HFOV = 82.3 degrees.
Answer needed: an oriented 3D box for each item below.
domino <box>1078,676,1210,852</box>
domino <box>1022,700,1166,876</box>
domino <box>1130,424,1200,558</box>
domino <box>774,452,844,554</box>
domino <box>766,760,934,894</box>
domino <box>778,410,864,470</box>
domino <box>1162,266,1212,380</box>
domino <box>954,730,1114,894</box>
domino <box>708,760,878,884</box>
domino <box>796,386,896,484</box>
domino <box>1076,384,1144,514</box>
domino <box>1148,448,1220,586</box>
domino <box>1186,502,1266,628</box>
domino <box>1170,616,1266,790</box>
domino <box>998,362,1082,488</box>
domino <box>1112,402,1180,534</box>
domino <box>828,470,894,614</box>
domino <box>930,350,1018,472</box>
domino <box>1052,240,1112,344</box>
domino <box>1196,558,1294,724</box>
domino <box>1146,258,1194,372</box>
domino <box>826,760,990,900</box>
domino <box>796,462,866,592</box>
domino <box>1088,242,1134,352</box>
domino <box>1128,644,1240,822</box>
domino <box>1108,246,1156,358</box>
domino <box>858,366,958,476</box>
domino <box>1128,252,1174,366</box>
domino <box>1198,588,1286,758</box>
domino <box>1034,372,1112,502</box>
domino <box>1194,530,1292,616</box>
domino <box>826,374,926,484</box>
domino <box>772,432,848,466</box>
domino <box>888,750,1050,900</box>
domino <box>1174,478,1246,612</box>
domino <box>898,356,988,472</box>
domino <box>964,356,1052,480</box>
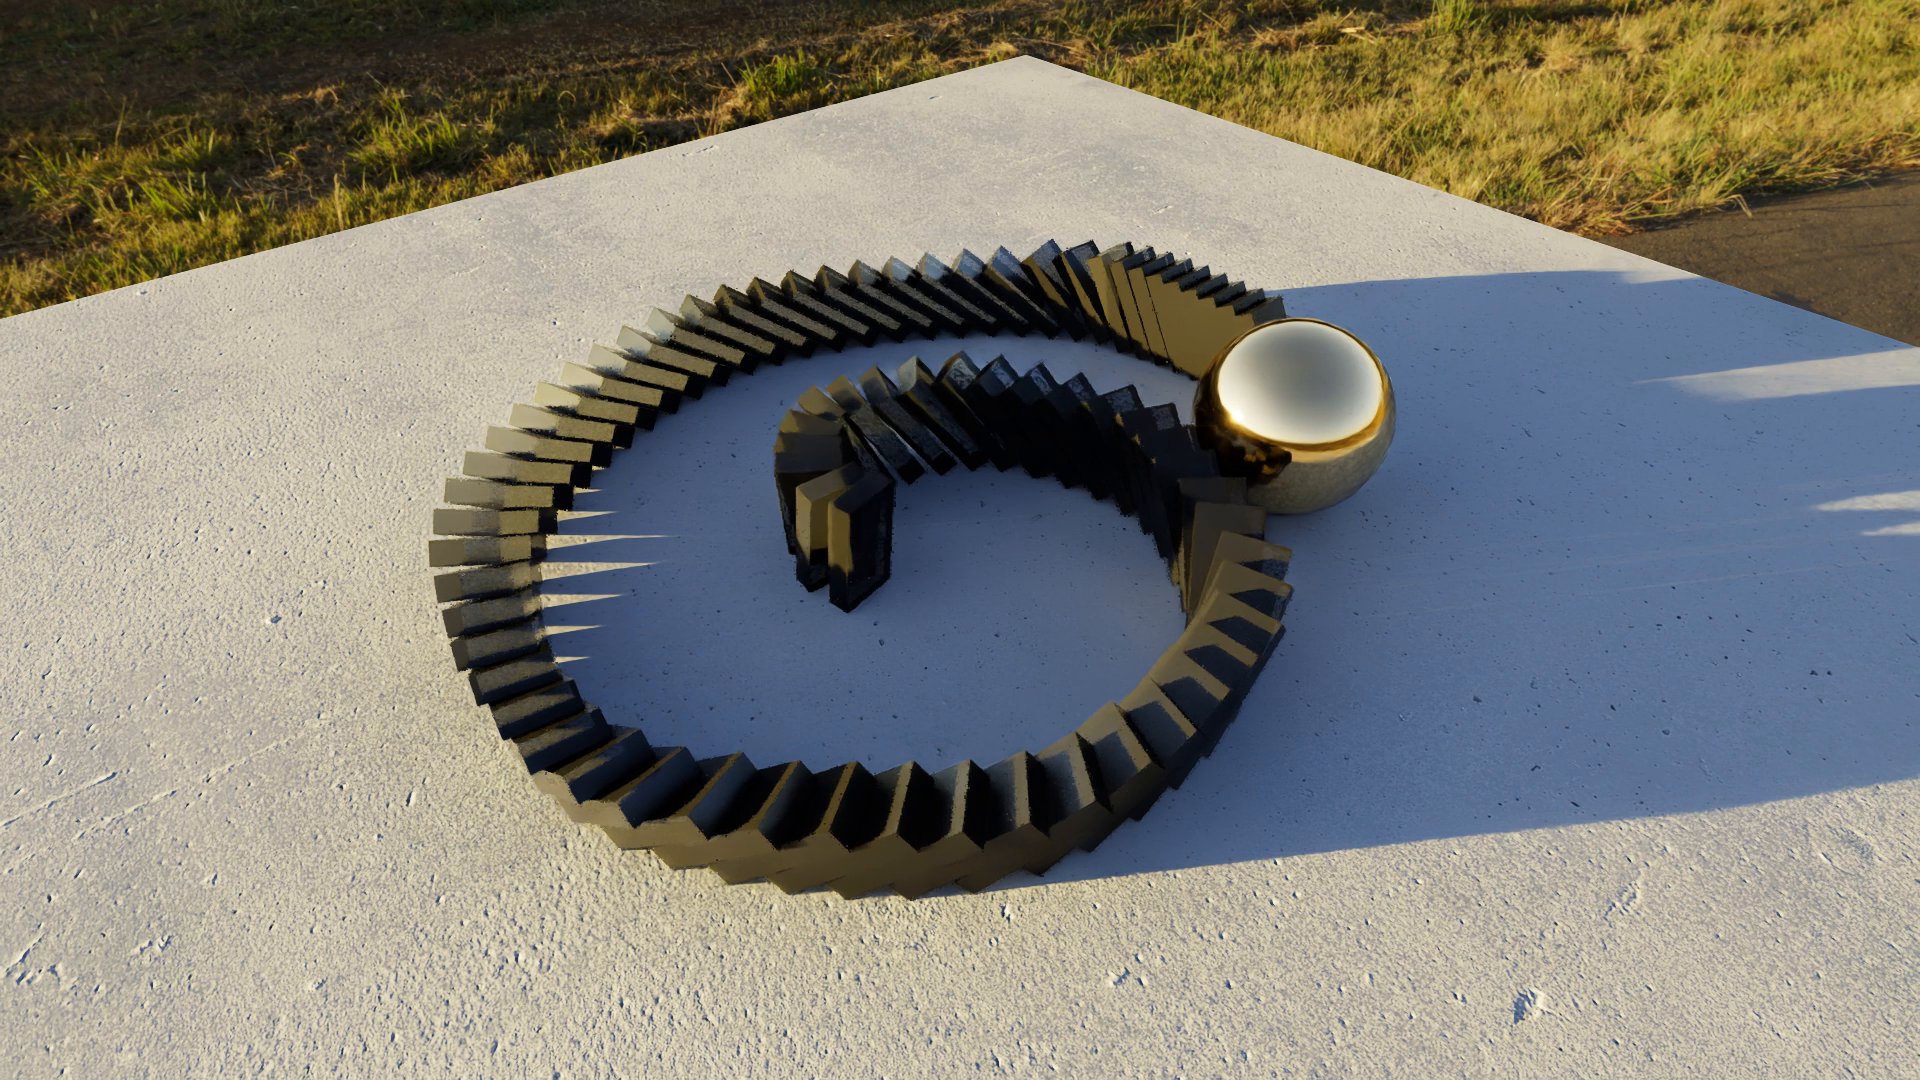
[{"bbox_3d":[0.049,0.069,0.337,0.050,0.009,0.025,-45,47,5],"label":"domino"},{"bbox_3d":[0.035,0.074,0.330,0.050,0.010,0.025,-42,43,10],"label":"domino"},{"bbox_3d":[0.088,-0.020,0.444,0.025,0.009,0.050,-11,80,-13],"label":"domino"},{"bbox_3d":[-0.056,-0.014,0.428,0.025,0.050,0.010,-2,53,-3],"label":"domino"},{"bbox_3d":[-0.032,0.084,0.319,0.050,0.009,0.025,-26,30,29],"label":"domino"},{"bbox_3d":[-0.054,-0.032,0.451,0.025,0.050,0.009,18,65,21],"label":"domino"},{"bbox_3d":[0.118,-0.107,0.543,0.025,0.050,0.010,-33,21,-33],"label":"domino"},{"bbox_3d":[0.019,0.080,0.323,0.050,0.010,0.025,-35,38,17],"label":"domino"},{"bbox_3d":[-0.049,0.083,0.320,0.050,0.010,0.025,-24,28,32],"label":"domino"},{"bbox_3d":[-0.047,-0.041,0.462,0.009,0.050,0.025,-44,51,-8],"label":"domino"},{"bbox_3d":[0.071,-0.038,0.466,0.025,0.010,0.050,-21,85,-24],"label":"domino"},{"bbox_3d":[0.092,-0.009,0.432,0.025,0.009,0.050,-8,78,-9],"label":"domino"},{"bbox_3d":[0.098,0.012,0.405,0.025,0.010,0.050,5,80,6],"label":"domino"},{"bbox_3d":[0.073,0.053,0.357,0.025,0.009,0.050,34,88,34],"label":"domino"},{"bbox_3d":[0.041,-0.050,0.479,0.050,0.010,0.025,53,49,-8],"label":"domino"},{"bbox_3d":[0.083,-0.030,0.456,0.025,0.010,0.050,-12,81,-15],"label":"domino"},{"bbox_3d":[-0.037,0.001,0.410,0.009,0.050,0.025,29,47,23],"label":"domino"},{"bbox_3d":[0.010,-0.057,0.486,0.010,0.050,0.025,-27,24,36],"label":"domino"},{"bbox_3d":[0.071,-0.130,0.576,0.025,0.010,0.050,-30,91,-36],"label":"domino"},{"bbox_3d":[0.092,0.034,0.378,0.025,0.010,0.050,24,83,24],"label":"domino"},{"bbox_3d":[0.111,-0.112,0.549,0.025,0.050,0.010,-32,21,-33],"label":"domino"},{"bbox_3d":[-0.015,0.084,0.318,0.050,0.010,0.025,-28,31,26],"label":"domino"},{"bbox_3d":[-0.049,-0.004,0.416,0.025,0.050,0.009,-27,56,-29],"label":"domino"},{"bbox_3d":[0.084,-0.125,0.565,0.025,0.050,0.009,-34,21,-35],"label":"domino"},{"bbox_3d":[0.062,0.061,0.347,0.050,0.009,0.025,-51,52,1],"label":"domino"},{"bbox_3d":[0.094,-0.121,0.560,0.025,0.050,0.009,-32,21,-33],"label":"domino"},{"bbox_3d":[-0.022,-0.051,0.477,0.010,0.050,0.025,-38,41,10],"label":"domino"},{"bbox_3d":[0.103,-0.116,0.555,0.025,0.050,0.009,-32,21,-33],"label":"domino"},{"bbox_3d":[0.084,0.044,0.367,0.025,0.009,0.050,30,86,30],"label":"domino"},{"bbox_3d":[0.056,-0.045,0.473,0.025,0.010,0.050,-35,93,-35],"label":"domino"},{"bbox_3d":[0.098,0.024,0.391,0.025,0.009,0.050,17,81,18],"label":"domino"},{"bbox_3d":[-0.036,-0.047,0.470,0.010,0.050,0.025,-40,46,2],"label":"domino"},{"bbox_3d":[-0.057,-0.023,0.439,0.025,0.050,0.009,6,57,8],"label":"domino"},{"bbox_3d":[0.002,0.083,0.319,0.050,0.009,0.025,-30,34,23],"label":"domino"},{"bbox_3d":[0.096,0.002,0.418,0.025,0.009,0.050,0,78,-1],"label":"domino"},{"bbox_3d":[-0.007,-0.055,0.483,0.009,0.050,0.025,-33,33,22],"label":"domino"},{"bbox_3d":[0.026,-0.054,0.483,0.010,0.050,0.025,-27,18,43],"label":"domino"}]
